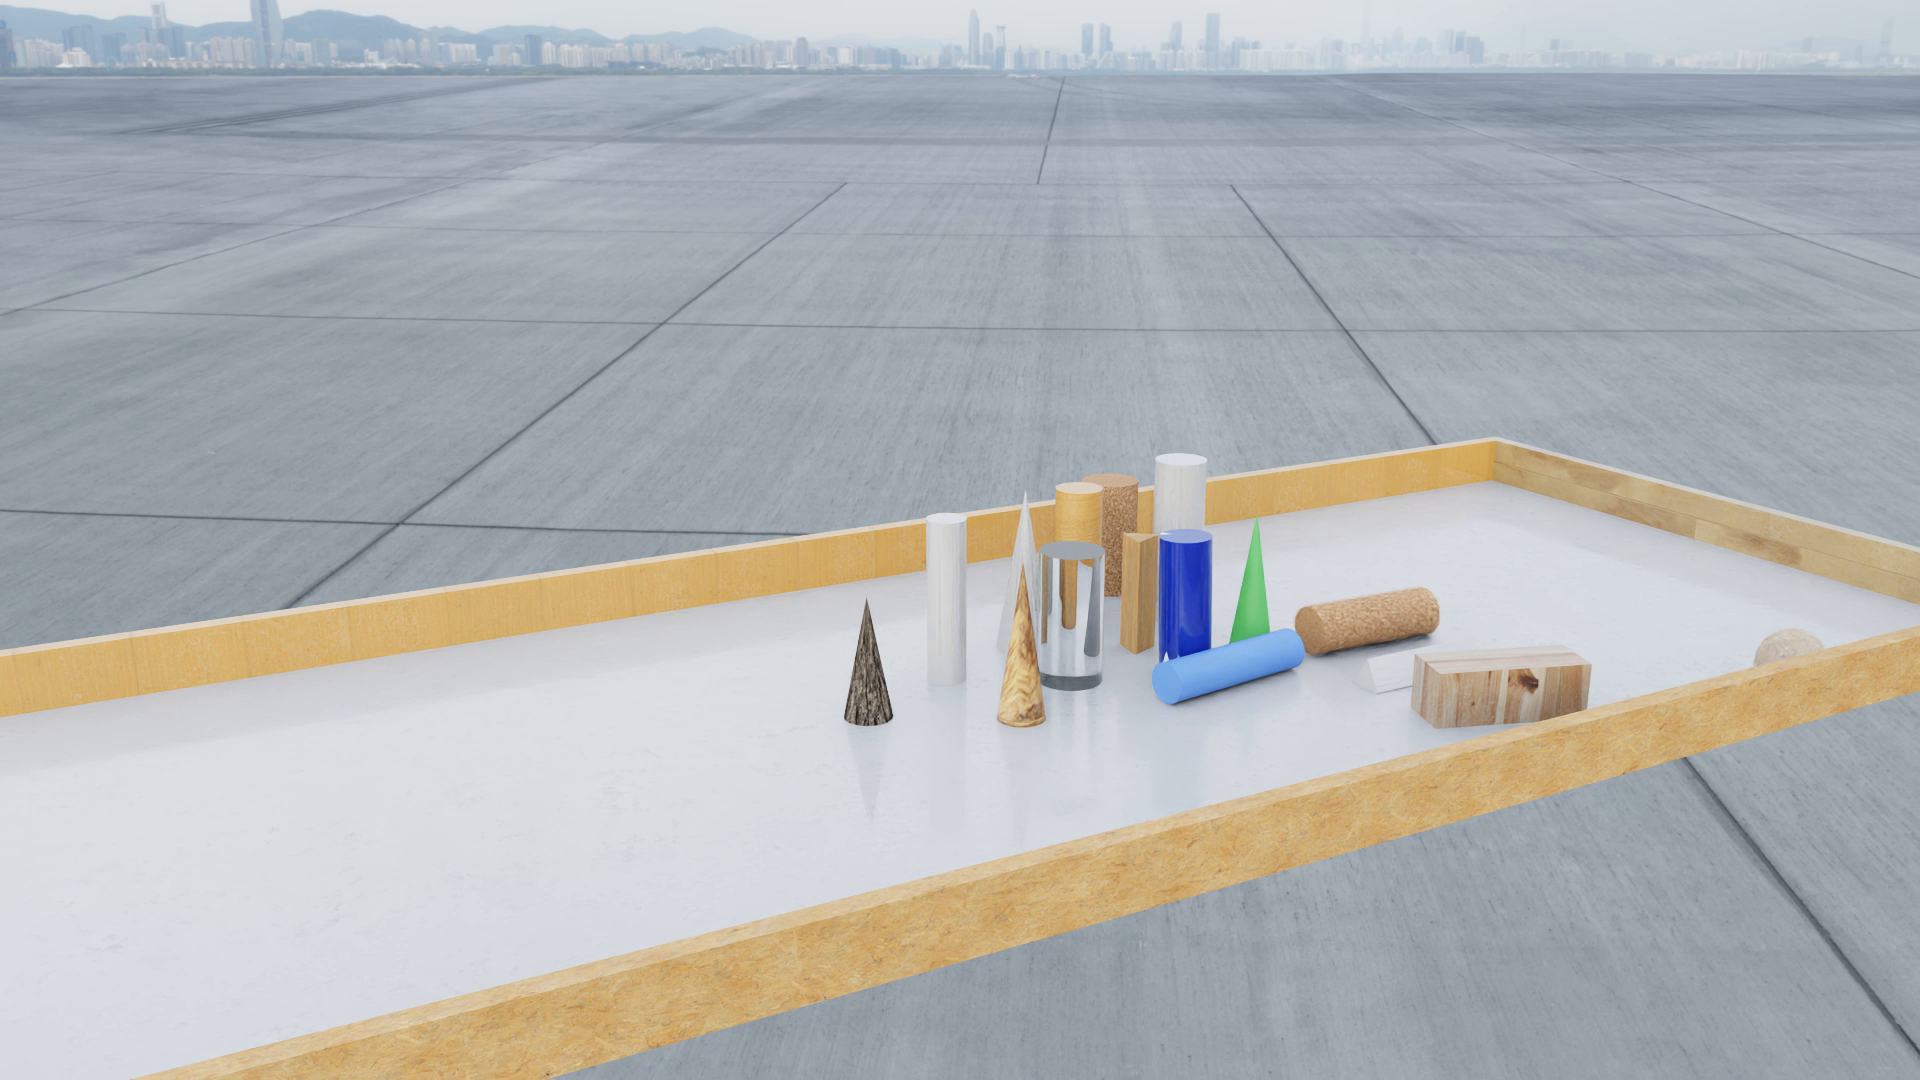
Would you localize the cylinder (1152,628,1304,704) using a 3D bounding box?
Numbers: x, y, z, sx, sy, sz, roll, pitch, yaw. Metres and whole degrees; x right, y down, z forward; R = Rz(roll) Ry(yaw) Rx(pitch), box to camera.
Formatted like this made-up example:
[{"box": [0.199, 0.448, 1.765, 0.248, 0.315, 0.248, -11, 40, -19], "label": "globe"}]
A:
[{"box": [0.672, 0.312, 4.111, 0.426, 0.103, 0.103, -11, 20, -34], "label": "cylinder"}]

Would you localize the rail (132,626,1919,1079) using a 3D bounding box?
[{"box": [-2.336, 1.006, 1.665, 12.000, 0.150, 0.050, -9, 18, -27], "label": "rail"}]

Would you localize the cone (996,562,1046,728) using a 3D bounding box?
[{"box": [0.146, 0.236, 3.861, 0.117, 0.389, 0.117, 0, 16, 0], "label": "cone"}]

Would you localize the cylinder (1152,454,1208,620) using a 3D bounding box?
[{"box": [0.605, -0.005, 4.574, 0.141, 0.450, 0.141, 0, 16, 0], "label": "cylinder"}]

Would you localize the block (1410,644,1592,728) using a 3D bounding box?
[{"box": [1.287, 0.348, 3.929, 0.380, 0.137, 0.137, -3, 17, -9], "label": "block"}]

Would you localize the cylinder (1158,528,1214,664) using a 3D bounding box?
[{"box": [0.566, 0.165, 4.144, 0.133, 0.363, 0.133, -2, 16, 0], "label": "cylinder"}]

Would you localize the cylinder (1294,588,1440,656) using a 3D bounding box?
[{"box": [1.087, 0.215, 4.397, 0.381, 0.127, 0.127, -8, 18, -24], "label": "cylinder"}]

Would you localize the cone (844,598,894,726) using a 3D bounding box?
[{"box": [-0.218, 0.276, 3.883, 0.118, 0.301, 0.118, 0, 16, 0], "label": "cone"}]

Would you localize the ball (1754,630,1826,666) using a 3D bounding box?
[{"box": [2.032, 0.303, 4.029, 0.166, 0.166, 0.166, 0, 16, 0], "label": "ball"}]

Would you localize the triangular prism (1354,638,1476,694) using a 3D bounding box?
[{"box": [1.161, 0.308, 4.163, 0.348, 0.076, 0.088, -8, 18, -26], "label": "triangular prism"}]

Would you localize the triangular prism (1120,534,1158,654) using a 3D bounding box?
[{"box": [0.459, 0.136, 4.344, 0.077, 0.308, 0.089, 13, 21, 37], "label": "triangular prism"}]

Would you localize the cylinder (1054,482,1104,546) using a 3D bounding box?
[{"box": [0.328, 0.034, 4.587, 0.131, 0.369, 0.131, 0, 16, 0], "label": "cylinder"}]

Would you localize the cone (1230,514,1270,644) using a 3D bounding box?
[{"box": [0.769, 0.109, 4.319, 0.116, 0.375, 0.116, 0, 16, 0], "label": "cone"}]

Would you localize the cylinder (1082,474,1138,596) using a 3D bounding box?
[{"box": [0.435, -0.016, 4.825, 0.163, 0.329, 0.163, 0, 16, 0], "label": "cylinder"}]

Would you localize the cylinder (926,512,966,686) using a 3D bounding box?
[{"box": [-0.034, 0.148, 4.108, 0.101, 0.419, 0.101, 0, 16, 0], "label": "cylinder"}]

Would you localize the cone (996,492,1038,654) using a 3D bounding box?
[{"box": [0.170, 0.075, 4.335, 0.151, 0.431, 0.151, 0, 16, 0], "label": "cone"}]

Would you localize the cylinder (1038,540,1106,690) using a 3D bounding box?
[{"box": [0.277, 0.188, 4.113, 0.164, 0.339, 0.164, 0, 16, 0], "label": "cylinder"}]

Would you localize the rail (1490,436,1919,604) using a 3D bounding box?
[{"box": [2.466, -0.048, 5.253, 0.050, 0.150, 2.100, -9, 18, -27], "label": "rail"}]

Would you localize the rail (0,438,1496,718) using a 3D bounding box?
[{"box": [-3.305, 0.497, 3.399, 12.000, 0.150, 0.050, -9, 18, -27], "label": "rail"}]
